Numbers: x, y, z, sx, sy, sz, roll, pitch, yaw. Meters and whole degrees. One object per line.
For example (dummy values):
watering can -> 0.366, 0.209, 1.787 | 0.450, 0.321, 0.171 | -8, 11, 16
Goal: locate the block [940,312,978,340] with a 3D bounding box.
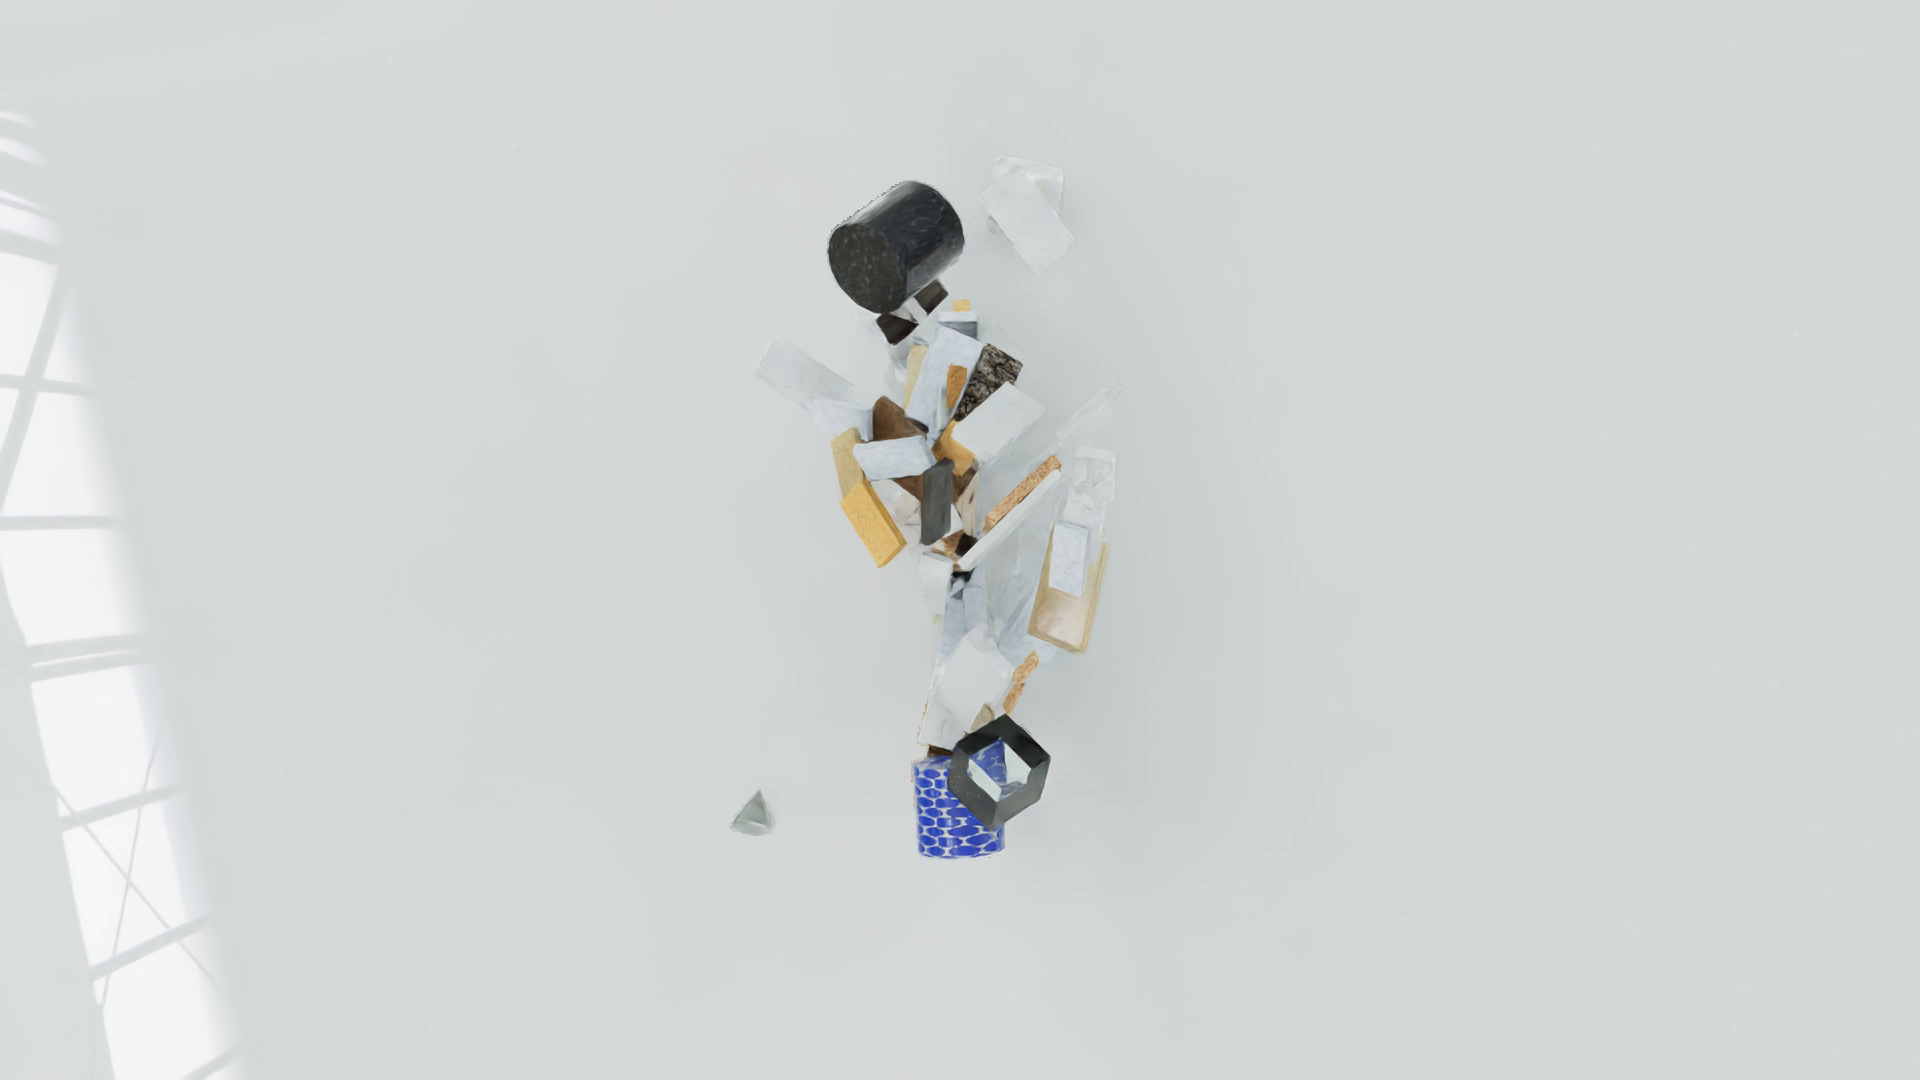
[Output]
block -> -0.004, -0.652, 5.237 | 0.116, 0.525, 0.033 | 0, 85, 0

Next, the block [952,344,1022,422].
block -> 0.076, -0.403, 4.469 | 0.114, 0.032, 0.228 | 28, 76, -21

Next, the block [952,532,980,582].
block -> 0.017, 0.052, 4.835 | 0.069, 0.020, 0.139 | 21, 120, 0

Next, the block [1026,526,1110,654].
block -> 0.294, 0.129, 4.432 | 0.161, 0.046, 0.322 | 24, 64, -18

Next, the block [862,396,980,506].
block -> -0.135, -0.244, 4.843 | 0.358, 0.051, 0.179 | 37, 113, 3

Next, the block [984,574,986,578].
block -> 0.012, 0.132, 5.362 | 0.137, 0.275, 0.039 | 3, 87, 0

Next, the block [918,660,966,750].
block -> -0.028, 0.471, 4.692 | 0.120, 0.034, 0.240 | 16, 85, -1

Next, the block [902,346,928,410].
block -> -0.106, -0.470, 4.980 | 0.113, 0.032, 0.226 | 6, 87, 20

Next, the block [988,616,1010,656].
block -> 0.122, 0.280, 4.837 | 0.018, 0.125, 0.063 | -10, 53, 25

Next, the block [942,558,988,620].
block -> 0.012, 0.194, 4.895 | 0.135, 0.038, 0.269 | -4, 89, 0

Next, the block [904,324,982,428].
block -> -0.047, -0.466, 4.803 | 0.142, 0.040, 0.284 | 21, 86, -24

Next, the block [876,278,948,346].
block -> -0.146, -0.709, 5.028 | 0.232, 0.033, 0.116 | -43, 48, 13

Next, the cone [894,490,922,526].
cone -> -0.110, -0.088, 5.465 | 0.157, 0.157, 0.157 | 27, 90, -27

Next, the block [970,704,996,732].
block -> 0.058, 0.464, 4.188 | 0.013, 0.045, 0.090 | 4, 123, -36

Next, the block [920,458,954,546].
block -> -0.063, -0.104, 4.526 | 0.031, 0.110, 0.220 | 19, 123, 26

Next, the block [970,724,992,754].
block -> 0.006, 0.606, 4.899 | 0.175, 0.049, 0.349 | 1, 90, 0

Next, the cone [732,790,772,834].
cone -> -0.680, 0.890, 5.470 | 0.133, 0.133, 0.133 | 8, 63, 0

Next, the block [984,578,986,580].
block -> 0.008, 0.144, 5.050 | 0.135, 0.269, 0.038 | -4, 73, 0

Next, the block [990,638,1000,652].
block -> 0.085, 0.319, 5.361 | 0.137, 0.275, 0.039 | 17, 83, 0

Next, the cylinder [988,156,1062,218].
cylinder -> 0.210, -1.135, 5.375 | 0.200, 0.200, 0.200 | 7, 90, -12

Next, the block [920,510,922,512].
block -> -0.075, -0.176, 5.289 | 0.094, 0.027, 0.187 | -4, 72, 17

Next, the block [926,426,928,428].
block -> -0.157, -0.295, 5.087 | 0.179, 0.458, 0.051 | -2, 73, 17

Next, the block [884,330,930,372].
block -> -0.114, -0.551, 5.117 | 0.232, 0.116, 0.033 | 41, 47, -28

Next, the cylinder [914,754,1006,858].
cylinder -> -0.001, 0.731, 4.549 | 0.242, 0.242, 0.242 | -4, 92, 0

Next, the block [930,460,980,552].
block -> -0.017, -0.076, 5.079 | 0.051, 0.358, 0.179 | 29, 56, 19

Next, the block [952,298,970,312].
block -> 0.004, -0.730, 5.380 | 0.056, 0.016, 0.112 | 0, 90, 0

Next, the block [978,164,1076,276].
block -> 0.167, -0.790, 4.072 | 0.129, 0.036, 0.257 | -38, 126, 6

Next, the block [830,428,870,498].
block -> -0.310, -0.215, 4.679 | 0.094, 0.027, 0.187 | -28, 67, 37

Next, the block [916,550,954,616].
block -> -0.073, 0.120, 4.635 | 0.090, 0.025, 0.179 | 18, 126, 16

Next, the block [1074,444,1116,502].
block -> 0.330, -0.162, 4.028 | 0.095, 0.189, 0.027 | 16, 63, 12

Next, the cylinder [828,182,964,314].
cylinder -> -0.157, -0.724, 4.079 | 0.241, 0.241, 0.241 | 46, 52, 0

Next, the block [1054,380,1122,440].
block -> 0.330, -0.334, 4.251 | 0.186, 0.093, 0.026 | -39, 93, 32
